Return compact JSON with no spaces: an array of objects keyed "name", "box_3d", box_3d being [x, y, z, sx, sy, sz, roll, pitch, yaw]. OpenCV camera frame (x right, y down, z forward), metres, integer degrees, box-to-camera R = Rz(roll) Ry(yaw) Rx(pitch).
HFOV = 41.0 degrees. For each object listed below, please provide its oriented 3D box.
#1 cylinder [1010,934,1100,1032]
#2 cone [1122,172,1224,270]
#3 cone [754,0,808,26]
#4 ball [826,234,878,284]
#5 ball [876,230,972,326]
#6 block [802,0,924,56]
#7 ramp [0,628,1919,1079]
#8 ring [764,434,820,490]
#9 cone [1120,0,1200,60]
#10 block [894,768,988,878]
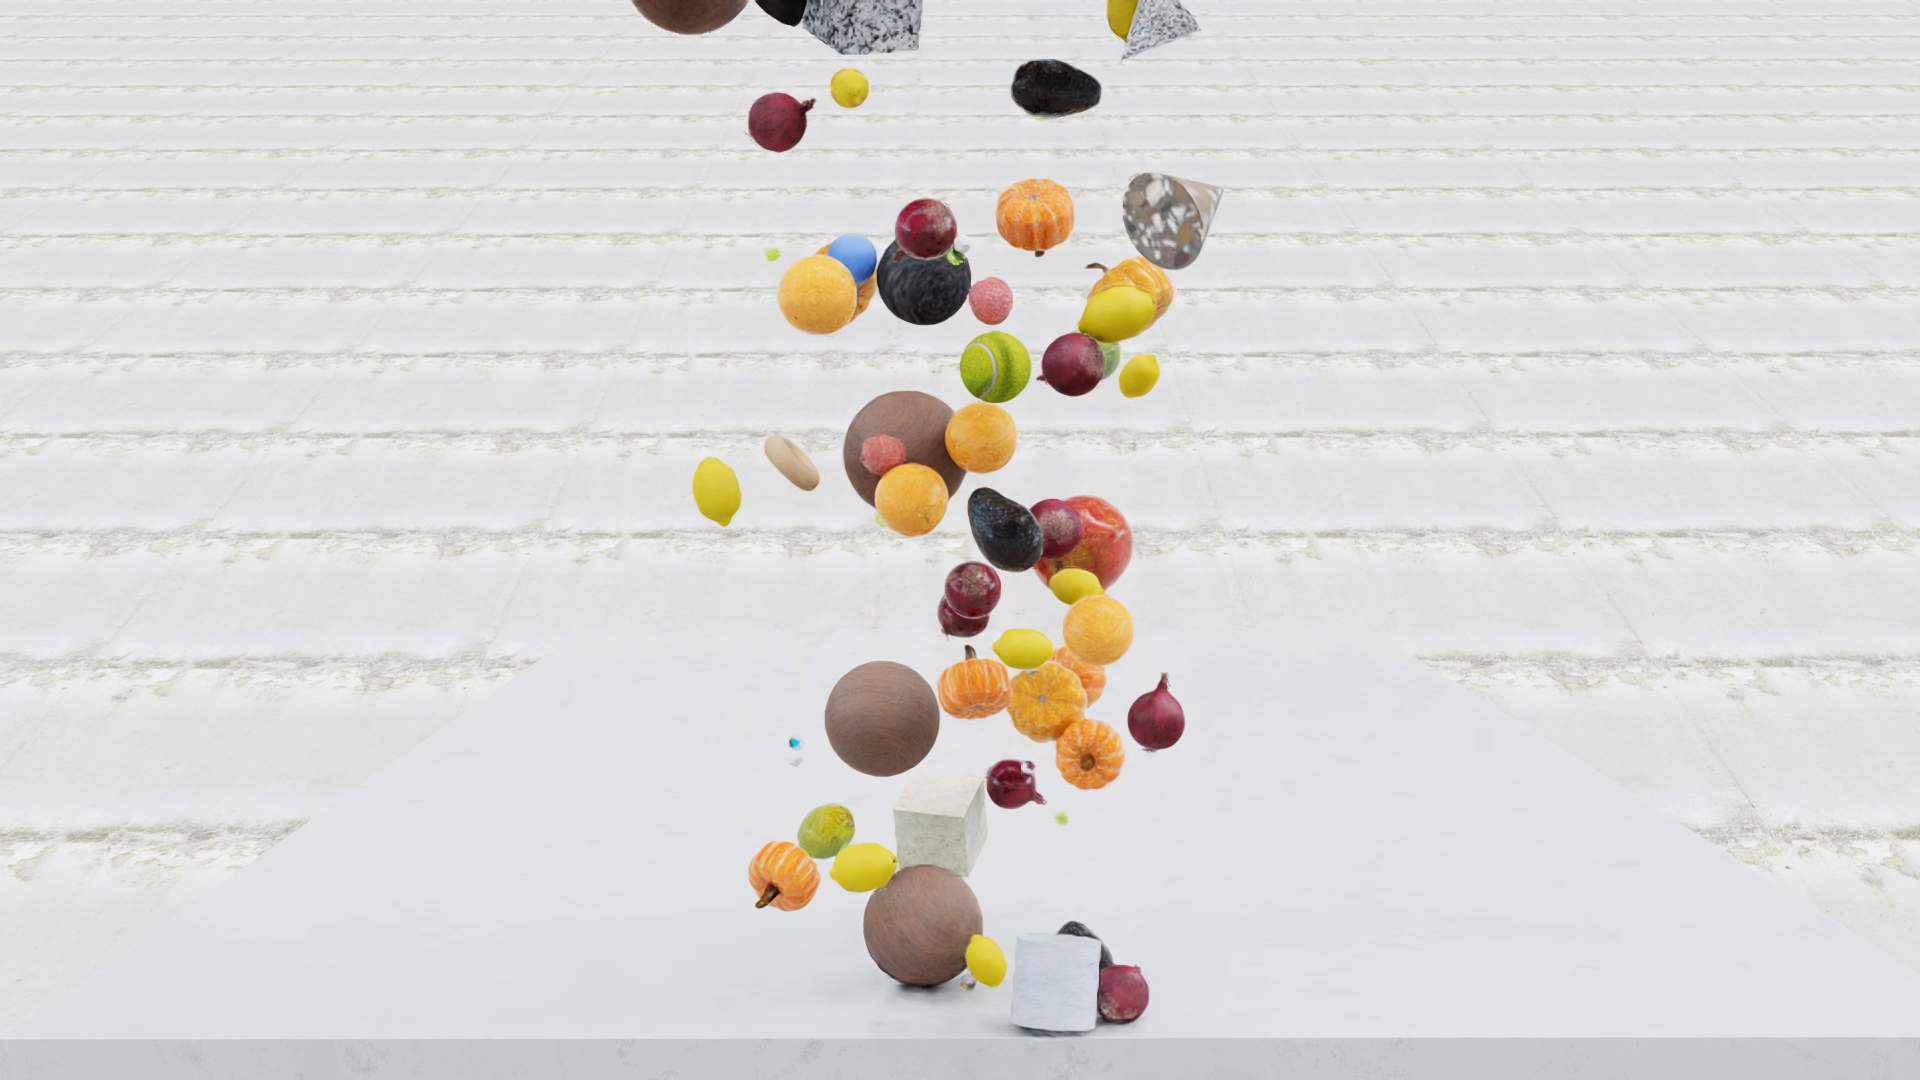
[{"name":"cylinder","box_3d":[0.096,0.442,2.572,0.085,0.085,0.085,4,-3,0]},{"name":"cone","box_3d":[0.210,-0.301,2.305,0.092,0.092,0.092,17,36,40]},{"name":"cone","box_3d":[-0.166,-0.596,2.646,0.092,0.092,0.092,-38,1,28]},{"name":"ball","box_3d":[-0.113,-0.293,2.681,0.053,0.053,0.053,0,19,0]},{"name":"ball","box_3d":[-0.038,-0.274,2.684,0.099,0.099,0.099,0,19,0]},{"name":"block","box_3d":[-0.101,-0.568,2.685,0.090,0.090,0.090,-10,33,-29]},{"name":"ramp","box_3d":[0.045,0.409,4.537,2.000,0.100,4.000,0,4,0]},{"name":"ring","box_3d":[-0.186,-0.086,2.843,0.026,0.077,0.077,-44,19,8]},{"name":"cone","box_3d":[0.177,-0.481,2.433,0.072,0.072,0.072,-47,25,2]},{"name":"block","box_3d":[-0.022,0.336,3.043,0.086,0.086,0.086,5,30,16]}]
